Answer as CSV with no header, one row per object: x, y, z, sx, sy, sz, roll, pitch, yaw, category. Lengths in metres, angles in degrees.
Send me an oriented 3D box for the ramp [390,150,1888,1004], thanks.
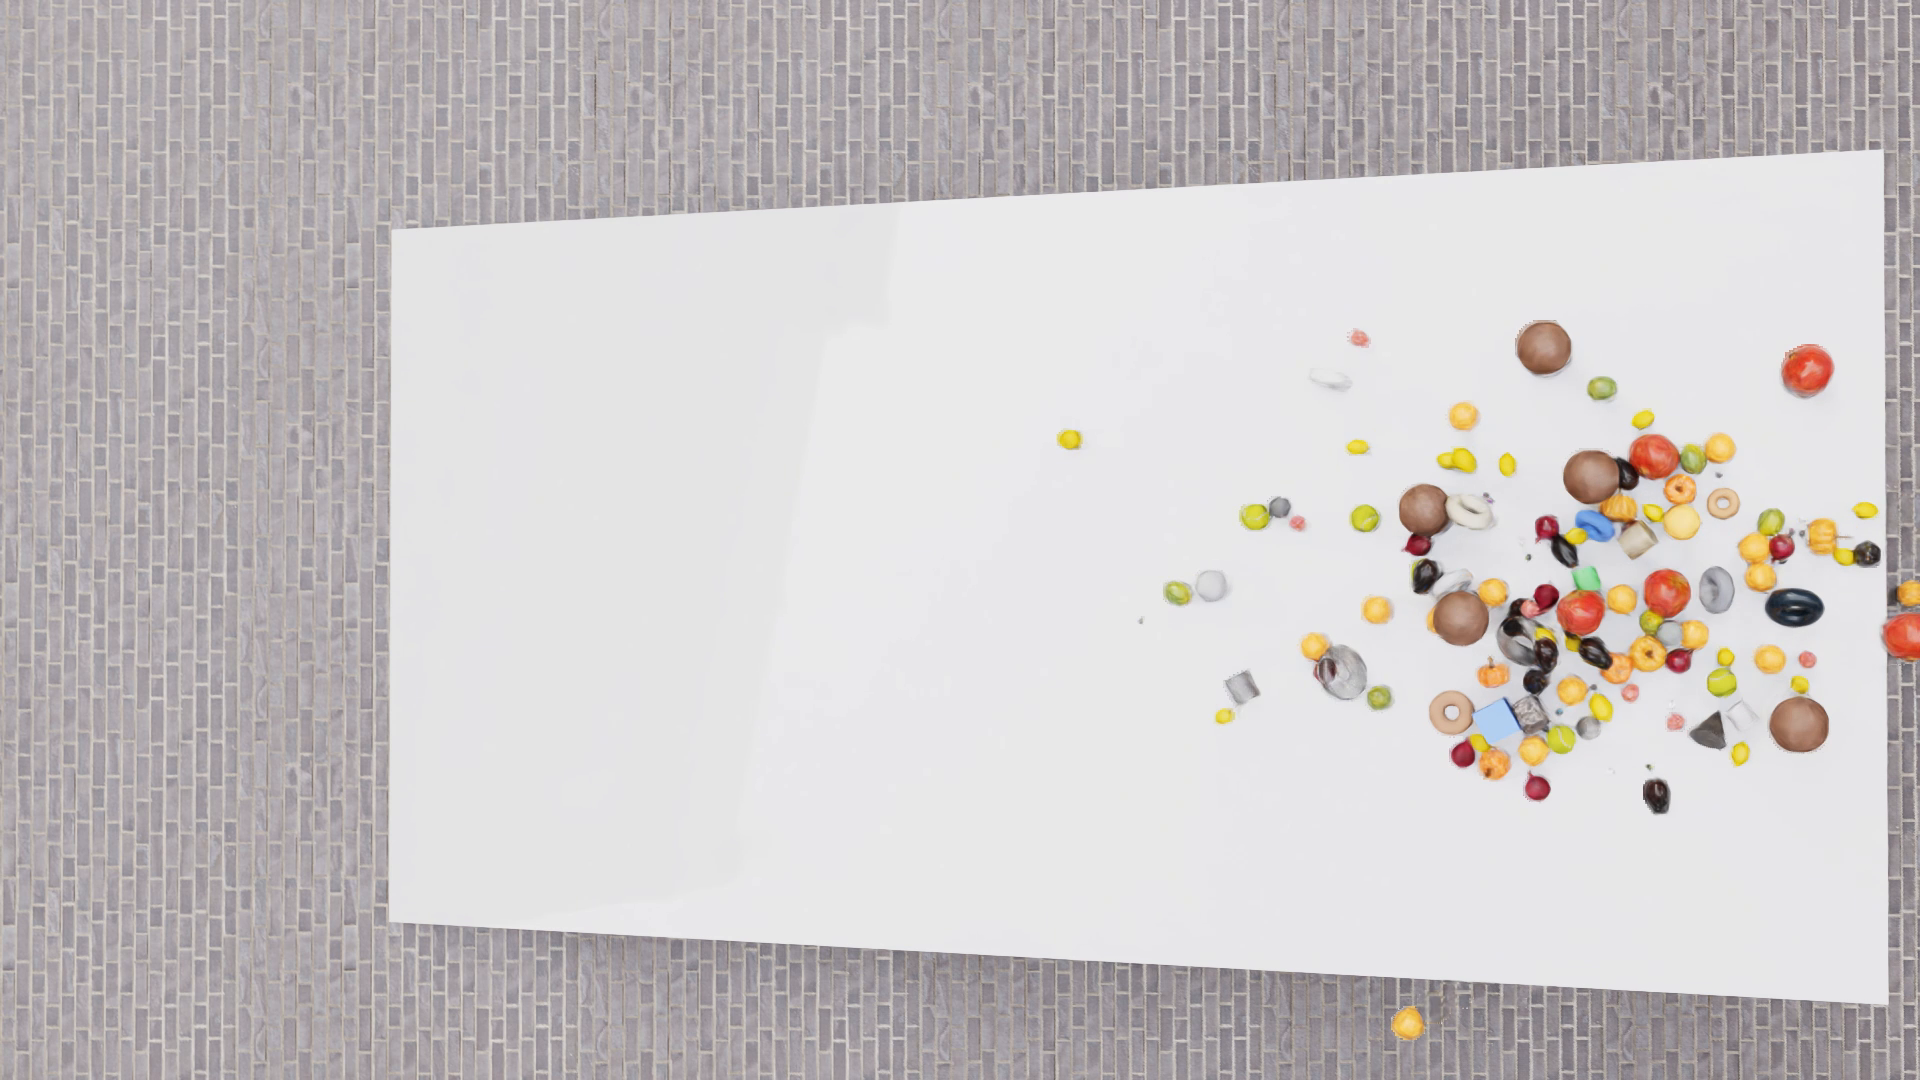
0.275,0.093,5.797,4.000,0.100,2.000,0,89,18,ramp

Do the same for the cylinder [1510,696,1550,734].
1.384,0.425,5.335,0.069,0.069,0.069,-23,60,0,cylinder

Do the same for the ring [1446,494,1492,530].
1.233,-0.069,5.326,0.117,0.117,0.039,18,128,0,ring

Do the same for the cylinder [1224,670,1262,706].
0.716,0.375,5.562,0.070,0.070,0.070,-28,80,0,cylinder

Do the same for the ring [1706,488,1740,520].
1.819,-0.087,5.243,0.077,0.026,0.077,0,90,18,ring

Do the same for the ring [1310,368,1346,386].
0.917,-0.406,5.485,0.093,0.093,0.031,9,99,0,ring

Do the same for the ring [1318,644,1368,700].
0.951,0.330,5.467,0.143,0.048,0.143,9,71,-26,ring

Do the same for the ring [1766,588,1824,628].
1.955,0.159,5.150,0.131,0.131,0.044,14,57,0,ring

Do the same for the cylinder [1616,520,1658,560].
1.607,-0.001,5.218,0.069,0.069,0.069,-40,89,25,cylinder

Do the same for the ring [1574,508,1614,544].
1.529,-0.034,5.301,0.102,0.102,0.034,45,62,1,ring

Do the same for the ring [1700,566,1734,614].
1.791,0.120,5.208,0.038,0.114,0.114,-1,89,-14,ring

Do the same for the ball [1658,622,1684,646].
1.683,0.223,5.208,0.061,0.061,0.061,0,89,0,ball

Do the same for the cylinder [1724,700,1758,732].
1.852,0.418,5.210,0.055,0.055,0.055,-40,78,-1,cylinder

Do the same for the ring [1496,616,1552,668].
1.371,0.247,5.340,0.143,0.143,0.048,45,51,1,ring

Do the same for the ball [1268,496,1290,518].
0.807,-0.082,5.550,0.054,0.054,0.054,0,89,0,ball

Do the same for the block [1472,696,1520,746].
1.310,0.442,5.366,0.084,0.084,0.084,-30,81,15,block

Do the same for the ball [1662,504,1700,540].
1.715,-0.042,5.225,0.086,0.086,0.086,0,89,0,ball

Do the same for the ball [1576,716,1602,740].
1.518,0.454,5.312,0.060,0.060,0.060,0,89,0,ball

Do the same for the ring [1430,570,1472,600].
1.203,0.109,5.388,0.111,0.111,0.037,-25,70,0,ring

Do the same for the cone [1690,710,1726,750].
1.795,0.438,5.235,0.086,0.086,0.086,29,68,0,cone

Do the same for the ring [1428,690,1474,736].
1.212,0.426,5.423,0.111,0.037,0.111,0,89,19,ring

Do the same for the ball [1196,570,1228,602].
0.638,0.116,5.587,0.080,0.080,0.080,0,89,0,ball
